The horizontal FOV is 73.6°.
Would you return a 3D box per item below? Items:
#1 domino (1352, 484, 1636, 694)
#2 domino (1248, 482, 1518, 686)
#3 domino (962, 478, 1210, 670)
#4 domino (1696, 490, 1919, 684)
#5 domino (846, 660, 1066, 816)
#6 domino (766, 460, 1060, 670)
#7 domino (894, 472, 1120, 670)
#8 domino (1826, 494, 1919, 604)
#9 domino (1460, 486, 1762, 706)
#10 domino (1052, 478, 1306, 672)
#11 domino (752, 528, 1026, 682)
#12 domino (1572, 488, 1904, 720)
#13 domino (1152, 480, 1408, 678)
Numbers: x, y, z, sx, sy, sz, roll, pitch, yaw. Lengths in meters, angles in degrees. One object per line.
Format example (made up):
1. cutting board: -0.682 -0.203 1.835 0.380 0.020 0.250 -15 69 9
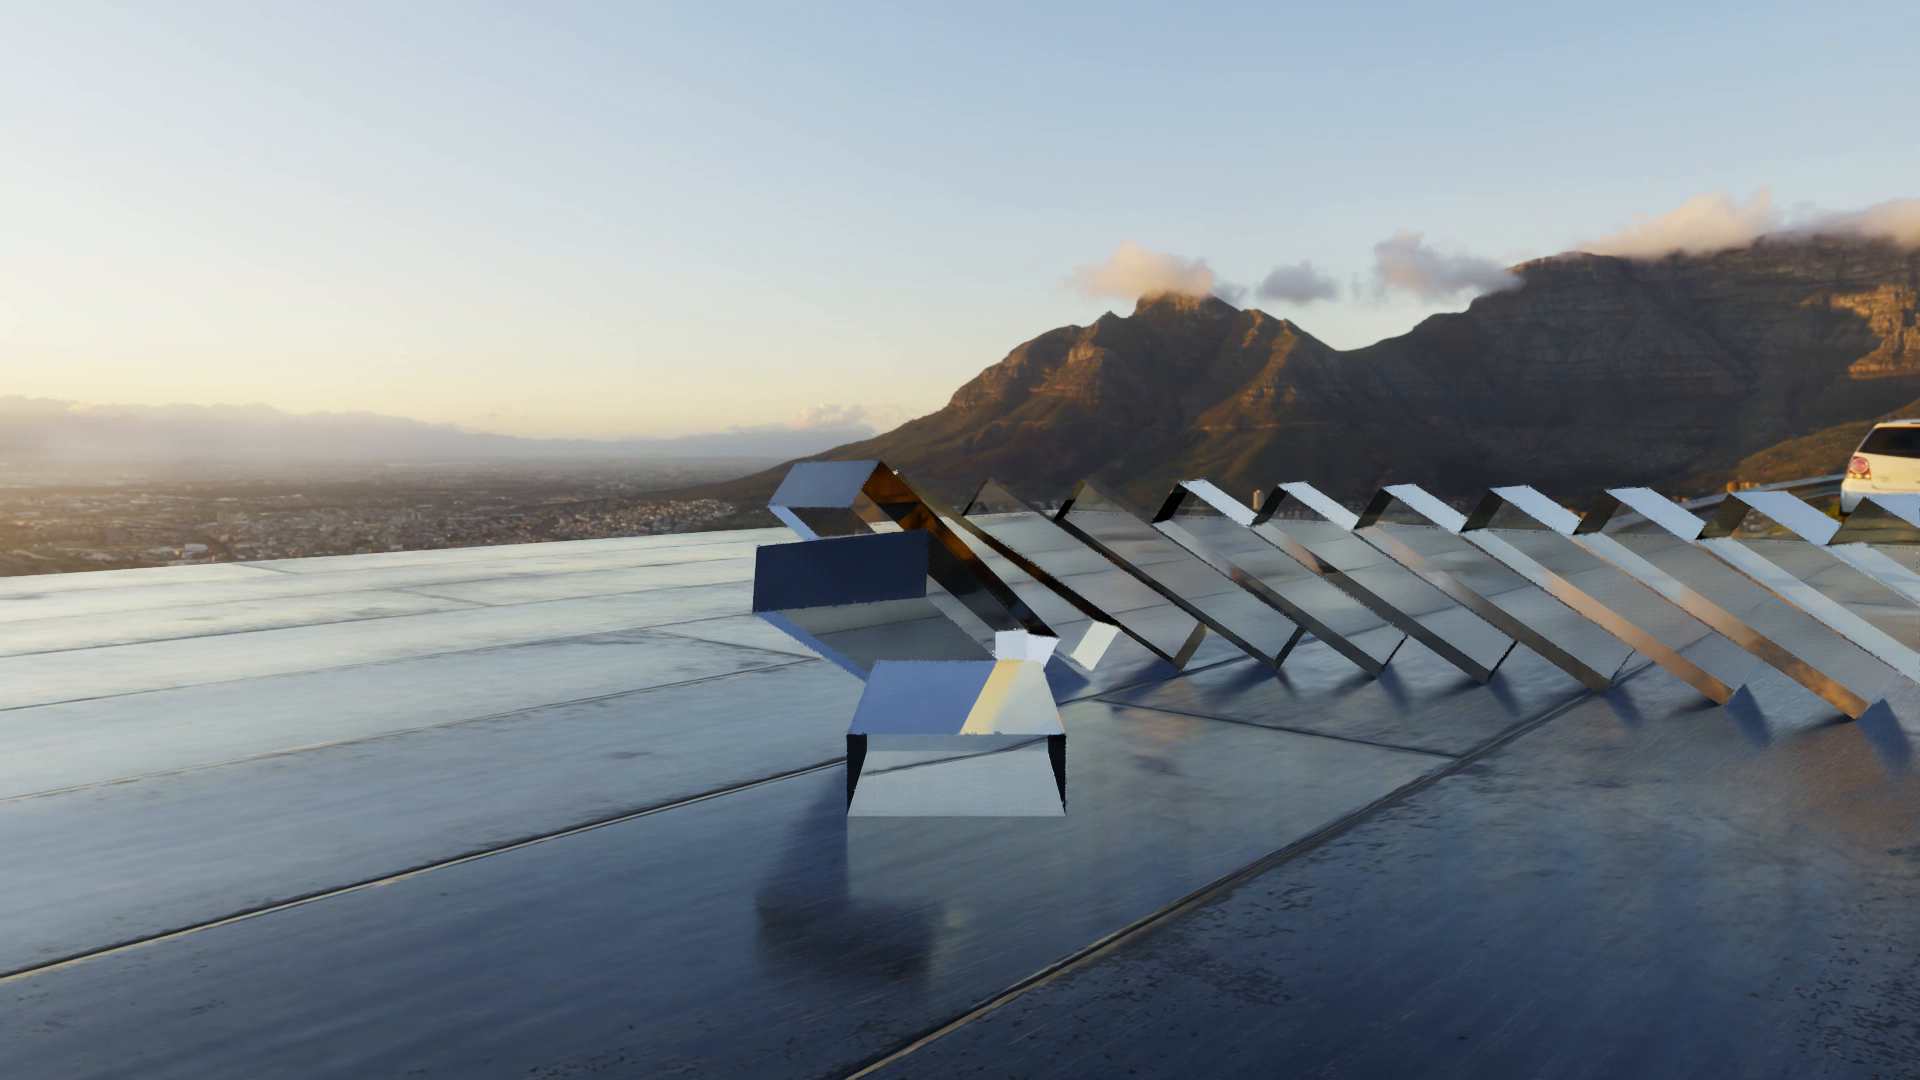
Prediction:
1. domino: 0.100 0.008 0.237 0.050 0.009 0.025 38 22 24
2. domino: 0.081 0.007 0.244 0.050 0.010 0.025 37 18 19
3. domino: 0.024 0.006 0.250 0.050 0.010 0.025 34 5 2
4. domino: 0.148 0.010 0.206 0.025 0.010 0.050 -3 37 -39
5. domino: 0.000 0.025 0.171 0.025 0.009 0.050 0 4 0
6. domino: -0.008 0.006 0.223 0.025 0.010 0.050 2 -35 51
7. domino: 0.004 0.006 0.242 0.050 0.009 0.025 35 -5 -11
8. domino: 0.161 0.011 0.192 0.025 0.010 0.050 -3 37 -36
9. domino: 0.117 0.008 0.229 0.050 0.009 0.025 40 26 29
10. domino: 0.043 0.006 0.252 0.050 0.010 0.025 35 10 9
11. domino: -0.009 0.012 0.194 0.025 0.009 0.050 -6 -21 17
12. domino: 0.133 0.009 0.218 0.025 0.010 0.050 -4 38 -46
13. domino: 0.063 0.006 0.250 0.050 0.010 0.025 36 16 16
